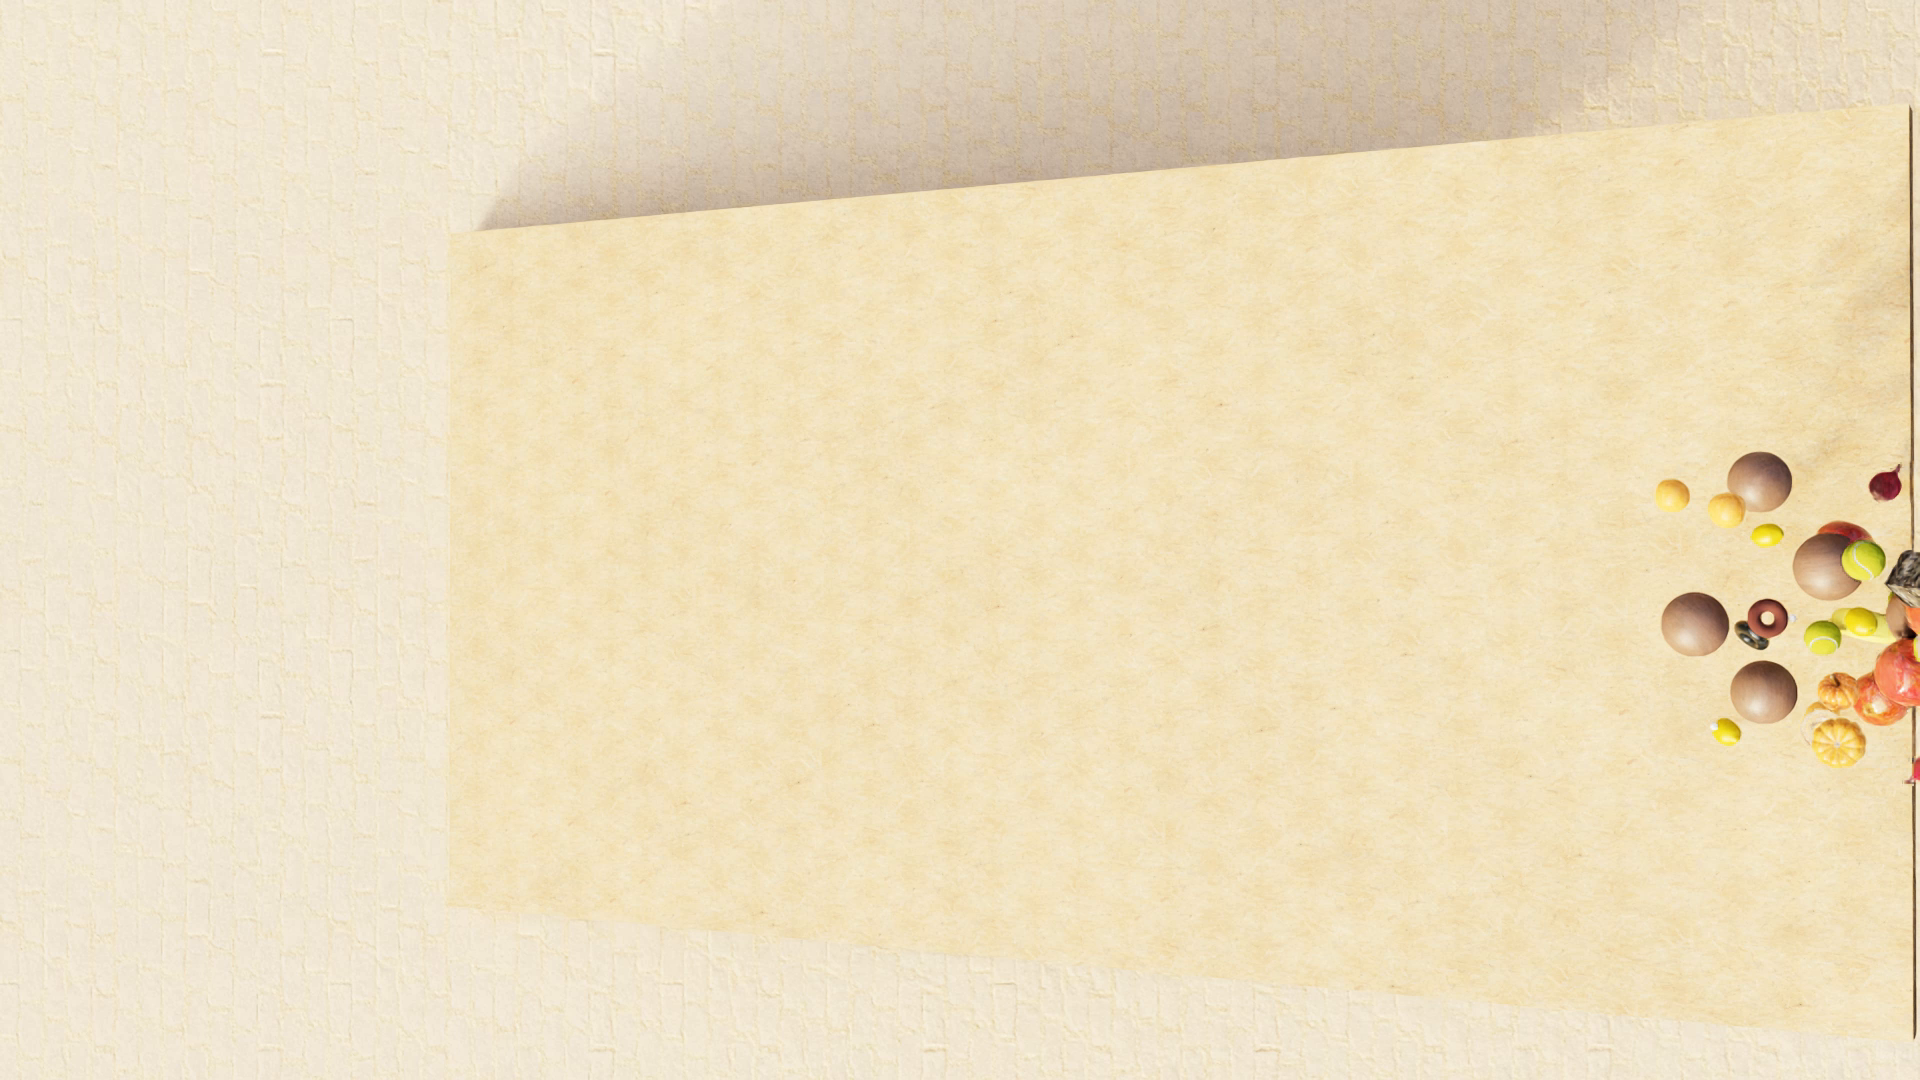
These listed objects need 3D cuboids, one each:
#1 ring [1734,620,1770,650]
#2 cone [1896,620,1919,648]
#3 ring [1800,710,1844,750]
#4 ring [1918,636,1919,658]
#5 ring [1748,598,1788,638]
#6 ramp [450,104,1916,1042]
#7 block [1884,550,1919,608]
[{"bbox_3d":[1.573,0.189,4.370,0.077,0.077,0.026,42,83,0],"label":"ring"},{"bbox_3d":[1.770,0.189,4.115,0.061,0.061,0.061,12,54,-17],"label":"cone"},{"bbox_3d":[1.661,0.366,4.236,0.078,0.026,0.078,-2,85,27],"label":"ring"},{"bbox_3d":[1.558,0.165,3.432,0.122,0.041,0.122,1,101,7],"label":"ring"},{"bbox_3d":[1.579,0.153,4.299,0.077,0.026,0.077,-1,84,10],"label":"ring"},{"bbox_3d":[0.277,0.078,5.655,4.000,0.100,2.000,0,89,28],"label":"ramp"},{"bbox_3d":[1.566,0.066,3.579,0.068,0.068,0.068,37,81,-22],"label":"block"}]
